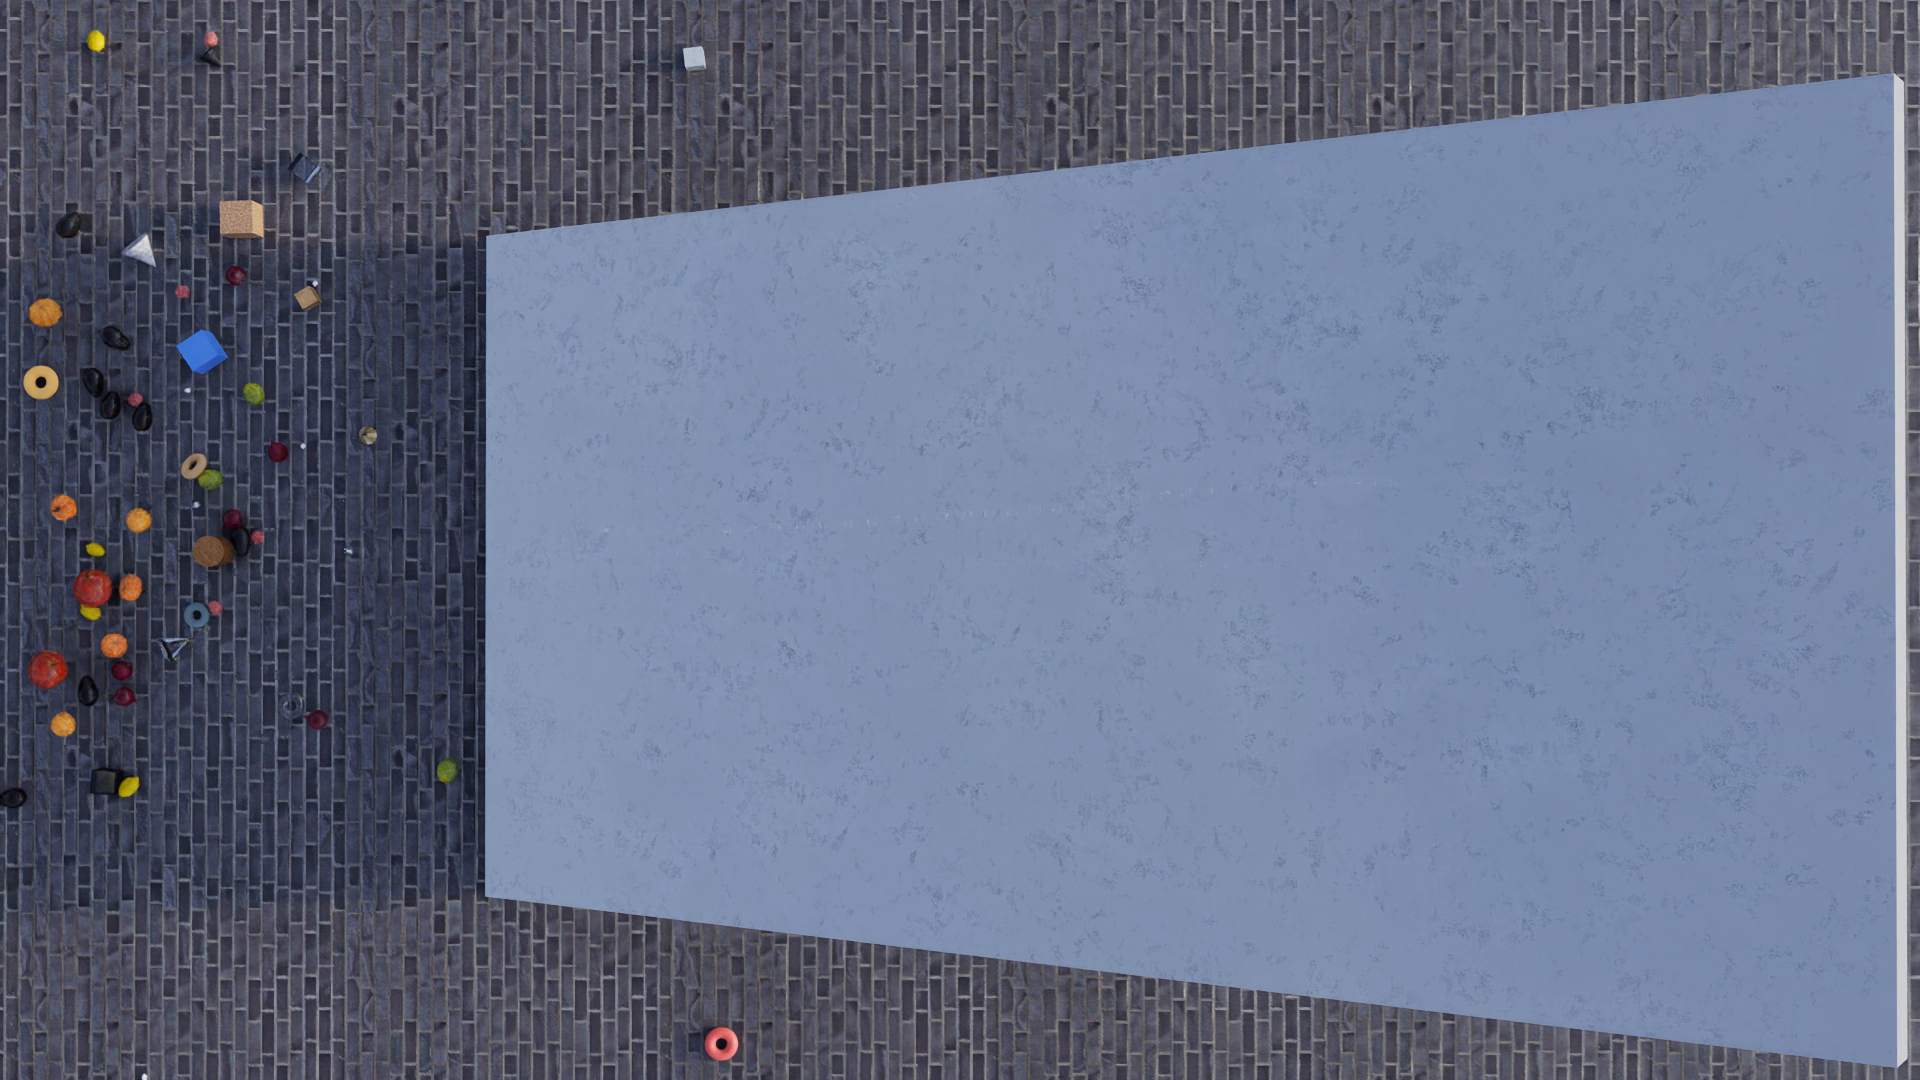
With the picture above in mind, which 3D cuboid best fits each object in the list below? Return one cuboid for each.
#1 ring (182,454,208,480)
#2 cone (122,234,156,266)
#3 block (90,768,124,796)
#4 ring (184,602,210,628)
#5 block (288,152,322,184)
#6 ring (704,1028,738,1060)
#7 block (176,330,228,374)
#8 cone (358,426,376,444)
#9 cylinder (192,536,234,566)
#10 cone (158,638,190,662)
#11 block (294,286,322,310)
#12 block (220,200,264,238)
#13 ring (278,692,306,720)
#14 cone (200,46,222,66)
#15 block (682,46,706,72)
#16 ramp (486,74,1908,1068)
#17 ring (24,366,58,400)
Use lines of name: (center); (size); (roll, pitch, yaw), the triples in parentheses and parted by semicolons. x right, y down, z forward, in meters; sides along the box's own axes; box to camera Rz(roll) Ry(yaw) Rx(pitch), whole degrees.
ring: (-2.338, -0.225, 6.712); (0.089, 0.030, 0.089); (-14, 54, 20)
cone: (-2.492, -0.870, 6.726); (0.096, 0.096, 0.096); (-38, 116, 0)
block: (-2.598, 0.736, 6.699); (0.071, 0.071, 0.071); (5, 90, 0)
ring: (-2.334, 0.229, 6.725); (0.080, 0.027, 0.080); (0, 88, 0)
block: (-2.001, -1.134, 6.718); (0.064, 0.064, 0.064); (37, 90, 0)
ring: (-0.728, 1.537, 6.711); (0.102, 0.034, 0.102); (0, 89, 1)
block: (-2.308, -0.573, 6.699); (0.092, 0.092, 0.092); (-33, 90, 0)
cone: (-1.817, -0.321, 6.714); (0.057, 0.057, 0.057); (0, 90, 0)
cylinder: (-2.272, 0.034, 6.693); (0.094, 0.094, 0.094); (0, 90, 0)
cone: (-2.394, 0.320, 6.719); (0.082, 0.082, 0.082); (-28, 90, -27)
block: (-1.992, -0.738, 6.720); (0.052, 0.052, 0.052); (-30, 90, 0)
block: (-2.189, -0.976, 6.699); (0.099, 0.099, 0.099); (-2, 90, 0)
ring: (-2.043, 0.508, 6.723); (0.083, 0.028, 0.083); (0, 91, 0)
cone: (-2.285, -1.471, 6.739); (0.061, 0.061, 0.061); (-45, 116, 0)
block: (-0.812, -1.471, 6.724); (0.058, 0.058, 0.058); (-7, 90, 0)
ramp: (0.251, 0.069, 5.581); (4.000, 0.100, 2.000); (0, 89, 34)
ring: (-2.811, -0.482, 6.727); (0.105, 0.035, 0.105); (0, 89, -1)
